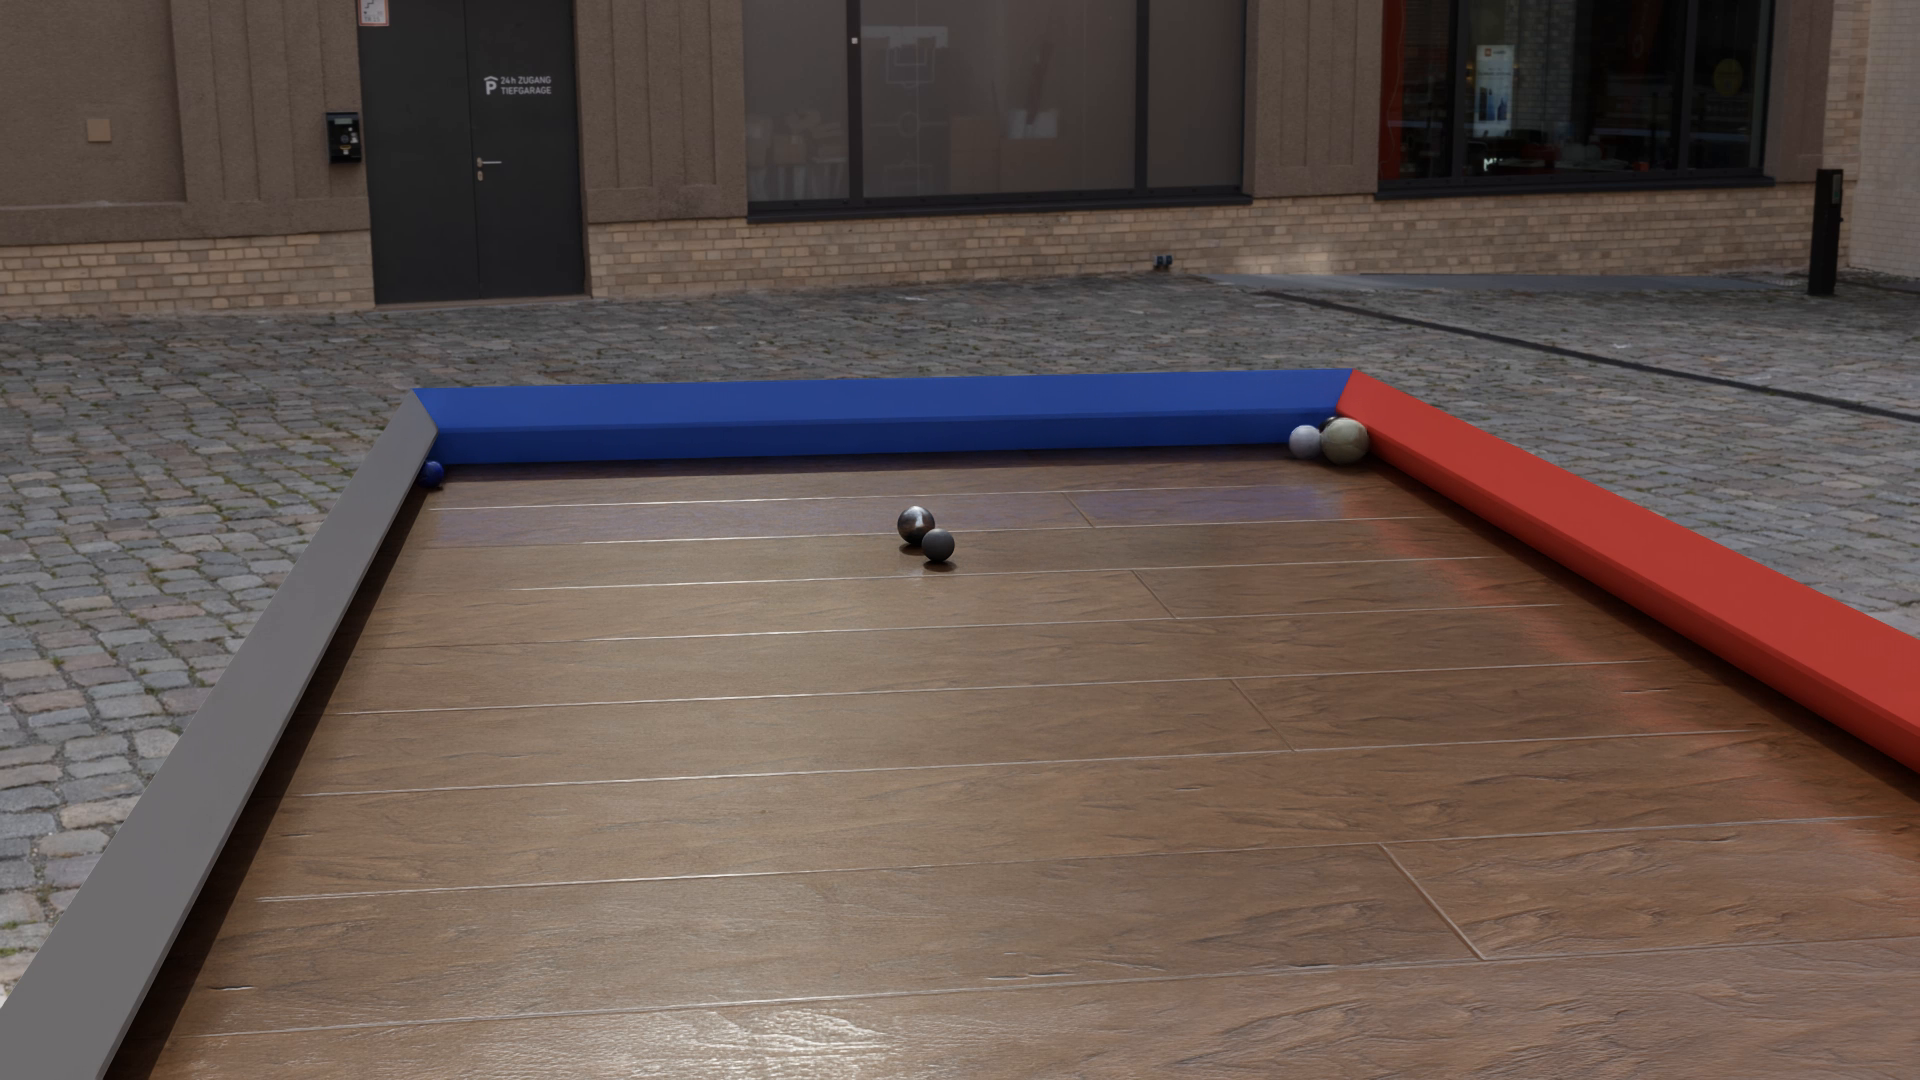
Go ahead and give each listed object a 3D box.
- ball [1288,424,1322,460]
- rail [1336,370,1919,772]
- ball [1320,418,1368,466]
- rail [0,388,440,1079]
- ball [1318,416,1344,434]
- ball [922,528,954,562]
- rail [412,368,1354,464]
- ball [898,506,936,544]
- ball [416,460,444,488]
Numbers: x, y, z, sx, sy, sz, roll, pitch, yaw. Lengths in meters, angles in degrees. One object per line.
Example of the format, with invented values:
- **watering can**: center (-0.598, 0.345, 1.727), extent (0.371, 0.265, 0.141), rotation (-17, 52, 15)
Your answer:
- **ball**: center (0.566, -0.160, 3.598), extent (0.057, 0.057, 0.057), rotation (0, 13, 0)
- **rail**: center (0.859, 0.117, 2.253), extent (0.045, 0.123, 3.104), rotation (-2, 13, -8)
- **ball**: center (0.621, -0.159, 3.550), extent (0.077, 0.077, 0.077), rotation (0, 13, 0)
- **rail**: center (-0.648, 0.163, 2.050), extent (0.045, 0.123, 3.104), rotation (-2, 13, -8)
- **ball**: center (0.620, -0.171, 3.625), extent (0.067, 0.067, 0.067), rotation (0, 13, 0)
- **ball**: center (-0.029, 0.007, 2.907), extent (0.044, 0.044, 0.044), rotation (0, 13, 0)
- **rail**: center (-0.103, -0.202, 3.626), extent (1.568, 0.123, 0.045), rotation (-2, 13, -8)
- **ball**: center (-0.060, -0.020, 3.005), extent (0.052, 0.052, 0.052), rotation (0, 13, 0)
- **ball**: center (-0.813, -0.101, 3.377), extent (0.042, 0.042, 0.042), rotation (0, 13, 0)
